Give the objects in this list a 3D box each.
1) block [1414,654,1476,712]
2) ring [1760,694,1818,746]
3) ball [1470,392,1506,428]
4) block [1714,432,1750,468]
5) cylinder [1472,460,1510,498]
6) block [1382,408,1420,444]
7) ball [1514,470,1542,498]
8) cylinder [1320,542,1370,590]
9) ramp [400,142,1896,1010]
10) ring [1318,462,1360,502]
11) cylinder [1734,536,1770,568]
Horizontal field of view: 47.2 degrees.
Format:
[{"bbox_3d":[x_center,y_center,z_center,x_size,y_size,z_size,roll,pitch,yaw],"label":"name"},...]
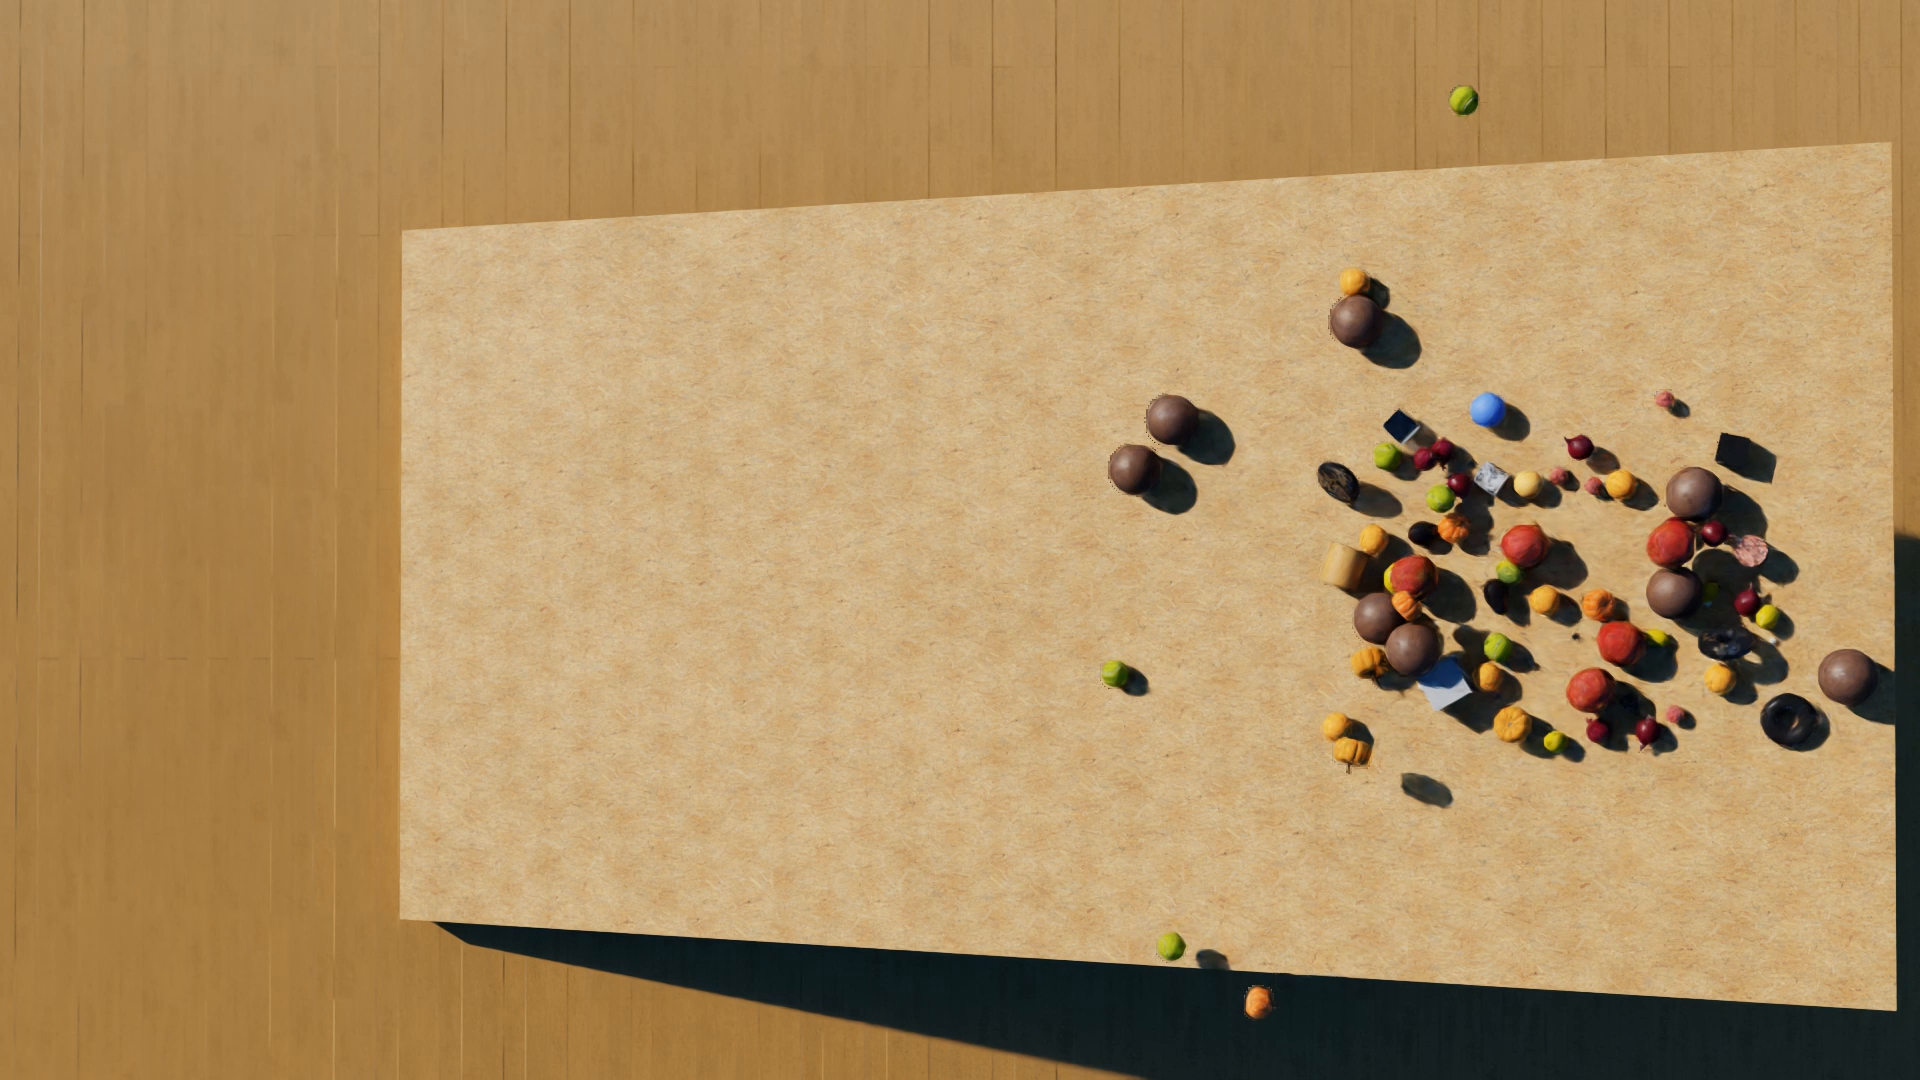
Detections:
[{"bbox_3d":[1.180,0.348,5.345,0.099,0.099,0.099,-32,79,16],"label":"block"},{"bbox_3d":[1.926,0.418,5.111,0.125,0.042,0.125,2,96,21],"label":"ring"},{"bbox_3d":[1.279,-0.314,5.327,0.085,0.085,0.085,0,89,0],"label":"ball"},{"bbox_3d":[1.809,-0.210,5.149,0.066,0.066,0.066,13,94,19],"label":"block"},{"bbox_3d":[1.289,-0.149,5.332,0.065,0.065,0.065,36,89,16],"label":"cylinder"},{"bbox_3d":[1.085,-0.279,5.408,0.061,0.061,0.061,47,103,14],"label":"block"},{"bbox_3d":[1.370,-0.134,5.301,0.068,0.068,0.068,0,89,0],"label":"ball"},{"bbox_3d":[0.950,0.064,5.431,0.098,0.098,0.098,16,95,0],"label":"cylinder"},{"bbox_3d":[0.279,0.091,5.771,4.000,0.100,2.000,0,89,19],"label":"ramp"},{"bbox_3d":[0.933,-0.143,5.418,0.121,0.121,0.040,45,68,1],"label":"ring"},{"bbox_3d":[1.846,0.027,5.127,0.072,0.072,0.072,-1,87,24],"label":"cylinder"}]
